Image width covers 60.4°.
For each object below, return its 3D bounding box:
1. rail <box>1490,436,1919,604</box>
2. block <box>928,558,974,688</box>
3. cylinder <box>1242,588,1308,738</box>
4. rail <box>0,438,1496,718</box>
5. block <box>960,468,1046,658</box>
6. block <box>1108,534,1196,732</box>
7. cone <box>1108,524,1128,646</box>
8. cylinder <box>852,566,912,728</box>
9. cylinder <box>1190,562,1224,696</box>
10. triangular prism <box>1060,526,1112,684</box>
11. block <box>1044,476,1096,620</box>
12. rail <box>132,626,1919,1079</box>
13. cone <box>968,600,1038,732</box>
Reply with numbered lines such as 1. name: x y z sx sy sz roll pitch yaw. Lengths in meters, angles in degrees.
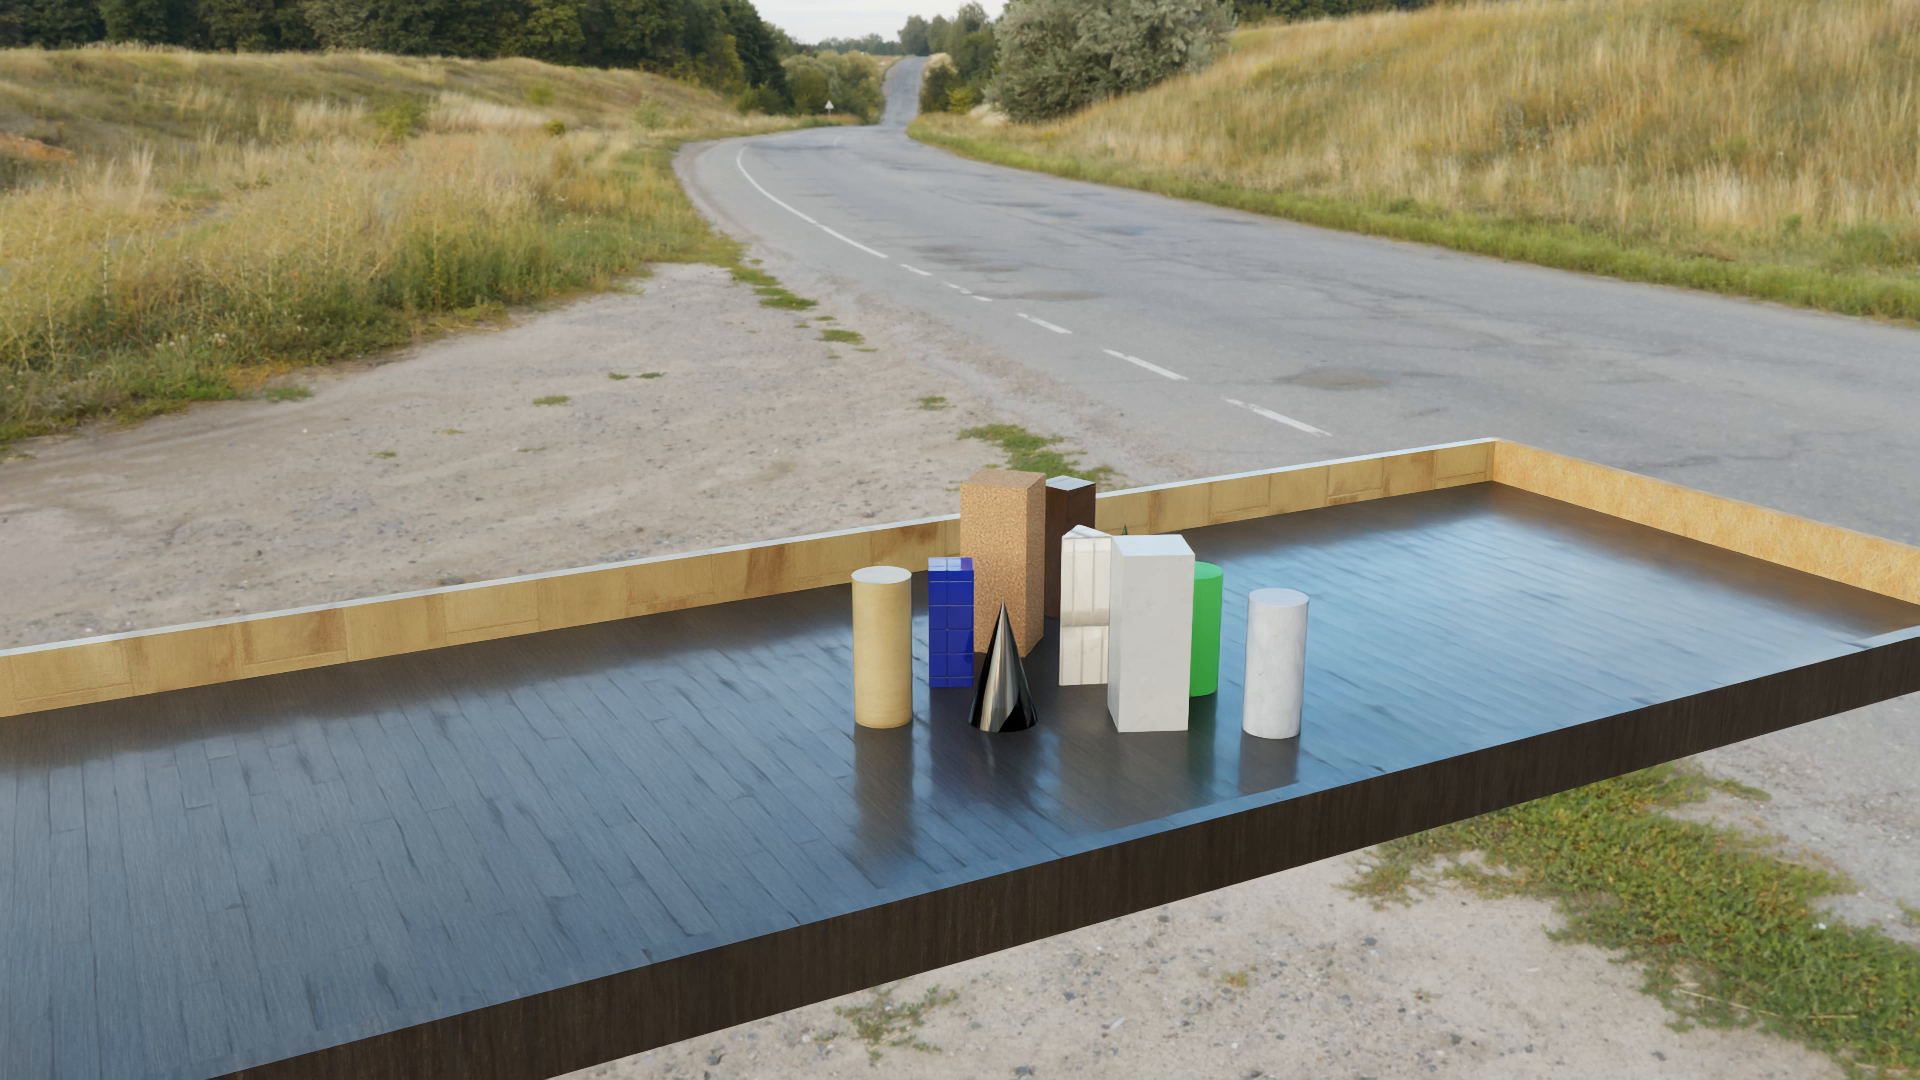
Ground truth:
1. rail: 2.466 -0.048 5.253 0.050 0.150 2.100 -9 18 -27
2. block: -0.023 0.205 4.120 0.111 0.304 0.111 0 16 -1
3. cylinder: 0.729 0.284 3.817 0.136 0.321 0.136 0 16 0
4. rail: -3.305 0.497 3.399 12.000 0.150 0.050 -9 18 -27
5. block: 0.114 0.057 4.354 0.178 0.454 0.178 5 17 18
6. block: 0.444 0.217 3.858 0.163 0.428 0.163 -1 16 -4
7. cone: 0.429 0.122 4.329 0.168 0.345 0.168 0 16 0
8. cylinder: -0.182 0.251 3.872 0.139 0.355 0.139 0 16 0
9. cylinder: 0.568 0.218 4.077 0.150 0.302 0.150 0 16 0
10. triangular prism: 0.304 0.161 4.125 0.122 0.384 0.106 -2 16 -7
11. block: 0.291 0.021 4.617 0.121 0.375 0.121 15 22 42
12. rail: -2.336 1.006 1.665 12.000 0.150 0.050 -9 18 -27
13. cone: 0.101 0.279 3.870 0.167 0.301 0.167 0 16 0
